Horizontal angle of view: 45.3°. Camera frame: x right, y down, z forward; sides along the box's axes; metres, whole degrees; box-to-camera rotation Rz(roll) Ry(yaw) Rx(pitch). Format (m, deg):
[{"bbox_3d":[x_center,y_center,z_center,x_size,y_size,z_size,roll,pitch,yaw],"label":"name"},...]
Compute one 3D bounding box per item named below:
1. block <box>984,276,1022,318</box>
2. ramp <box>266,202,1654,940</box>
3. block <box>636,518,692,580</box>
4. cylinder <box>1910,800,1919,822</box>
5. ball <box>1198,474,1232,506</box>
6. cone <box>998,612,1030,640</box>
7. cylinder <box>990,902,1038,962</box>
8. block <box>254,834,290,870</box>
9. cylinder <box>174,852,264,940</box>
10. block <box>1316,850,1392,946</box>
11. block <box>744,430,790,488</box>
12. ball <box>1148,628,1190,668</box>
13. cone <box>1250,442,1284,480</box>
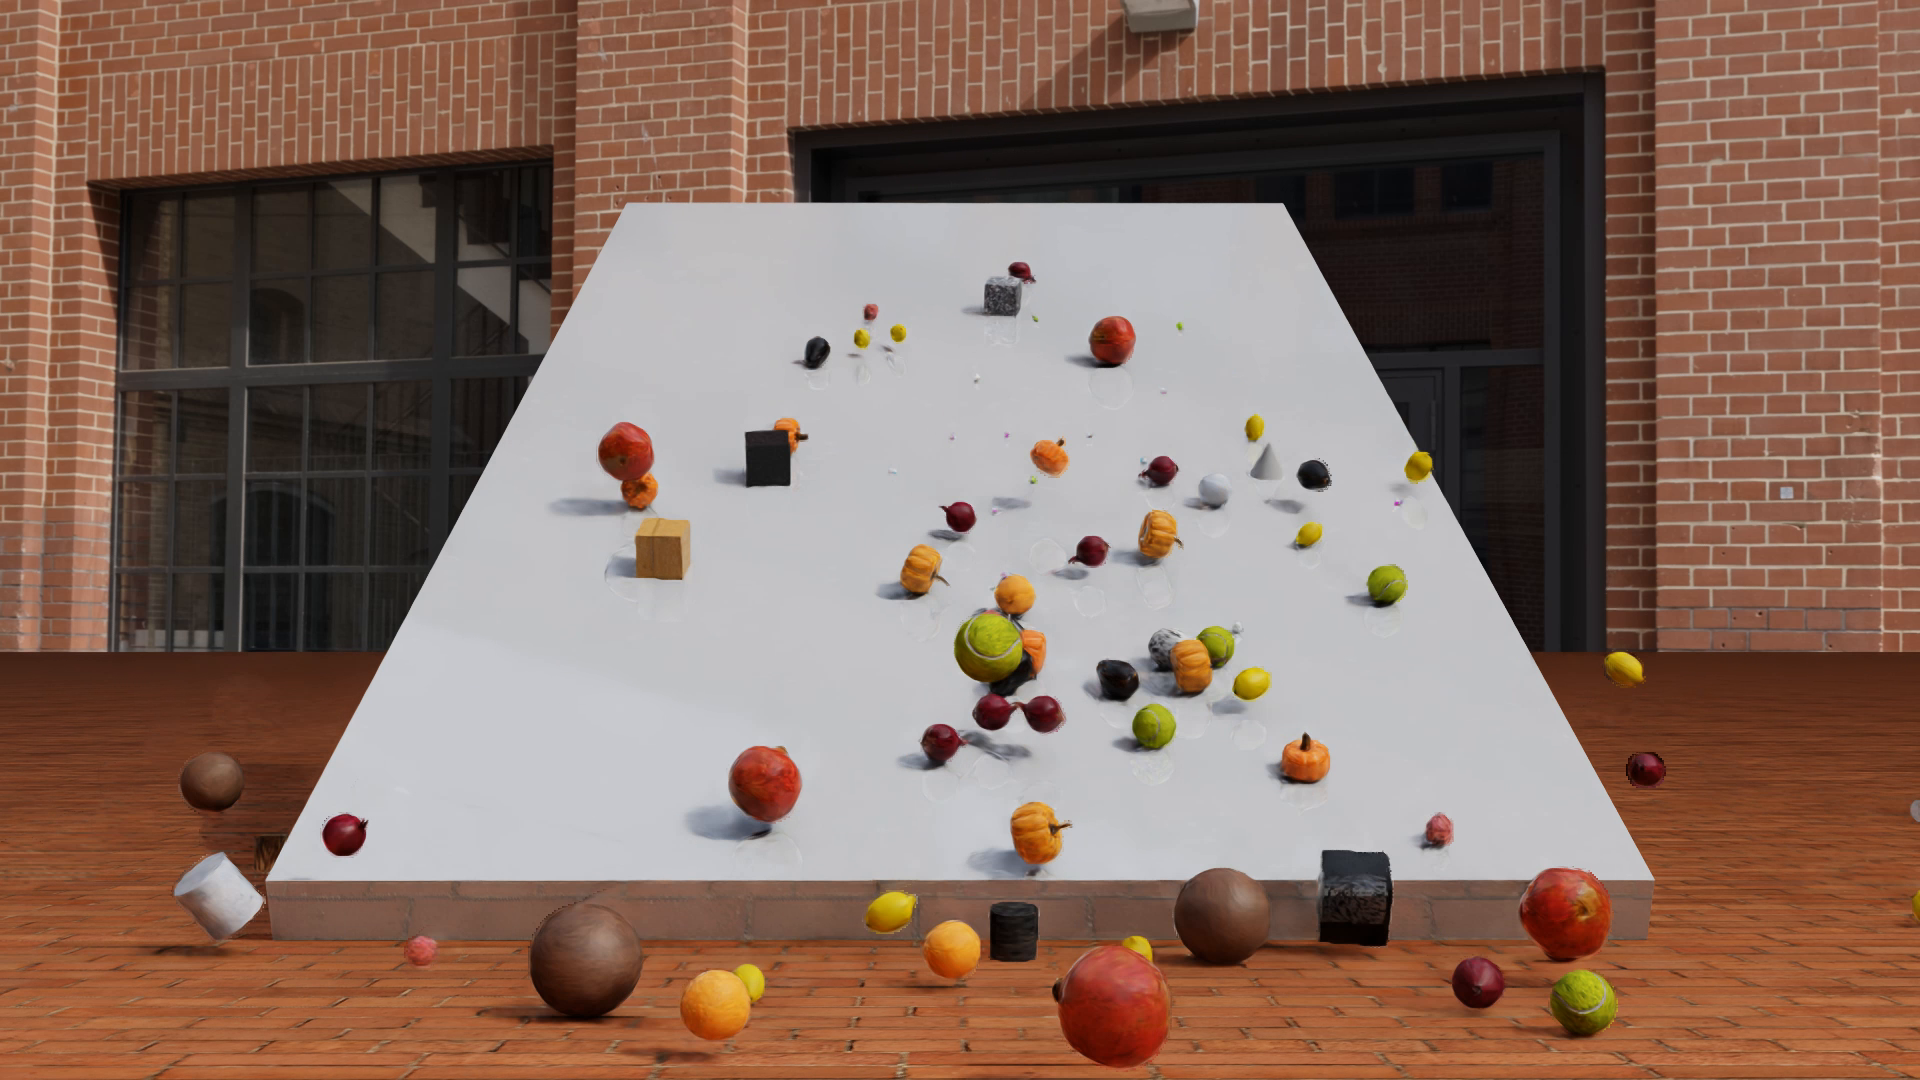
[{"bbox_3d":[0.111,-0.628,5.931,0.082,0.082,0.082,4,23,10],"label":"block"},{"bbox_3d":[-0.007,-0.222,5.180,2.000,0.100,4.000,0,22,0],"label":"ramp"},{"bbox_3d":[-0.560,0.017,4.348,0.087,0.087,0.087,2,22,4],"label":"block"},{"bbox_3d":[2.334,0.658,5.583,0.053,0.053,0.053,-1,-3,20],"label":"cylinder"},{"bbox_3d":[0.518,-0.102,4.668,0.068,0.068,0.068,0,-3,0],"label":"ball"},{"bbox_3d":[0.102,0.163,4.078,0.052,0.052,0.052,25,-7,-9],"label":"cone"},{"bbox_3d":[0.073,0.534,3.138,0.065,0.065,0.065,1,9,0],"label":"cylinder"},{"bbox_3d":[-1.314,0.600,4.421,0.064,0.064,0.064,0,-3,-1],"label":"block"},{"bbox_3d":[-1.028,0.494,3.189,0.085,0.085,0.085,-29,22,13],"label":"cylinder"},{"bbox_3d":[0.547,0.496,3.194,0.092,0.092,0.092,3,26,5],"label":"block"},{"bbox_3d":[-0.402,-0.171,4.801,0.091,0.091,0.091,-2,22,-6],"label":"block"},{"bbox_3d":[0.361,0.186,3.961,0.072,0.072,0.072,0,-3,0],"label":"ball"},{"bbox_3d":[0.648,-0.172,4.831,0.074,0.074,0.074,0,22,0],"label":"cone"}]
